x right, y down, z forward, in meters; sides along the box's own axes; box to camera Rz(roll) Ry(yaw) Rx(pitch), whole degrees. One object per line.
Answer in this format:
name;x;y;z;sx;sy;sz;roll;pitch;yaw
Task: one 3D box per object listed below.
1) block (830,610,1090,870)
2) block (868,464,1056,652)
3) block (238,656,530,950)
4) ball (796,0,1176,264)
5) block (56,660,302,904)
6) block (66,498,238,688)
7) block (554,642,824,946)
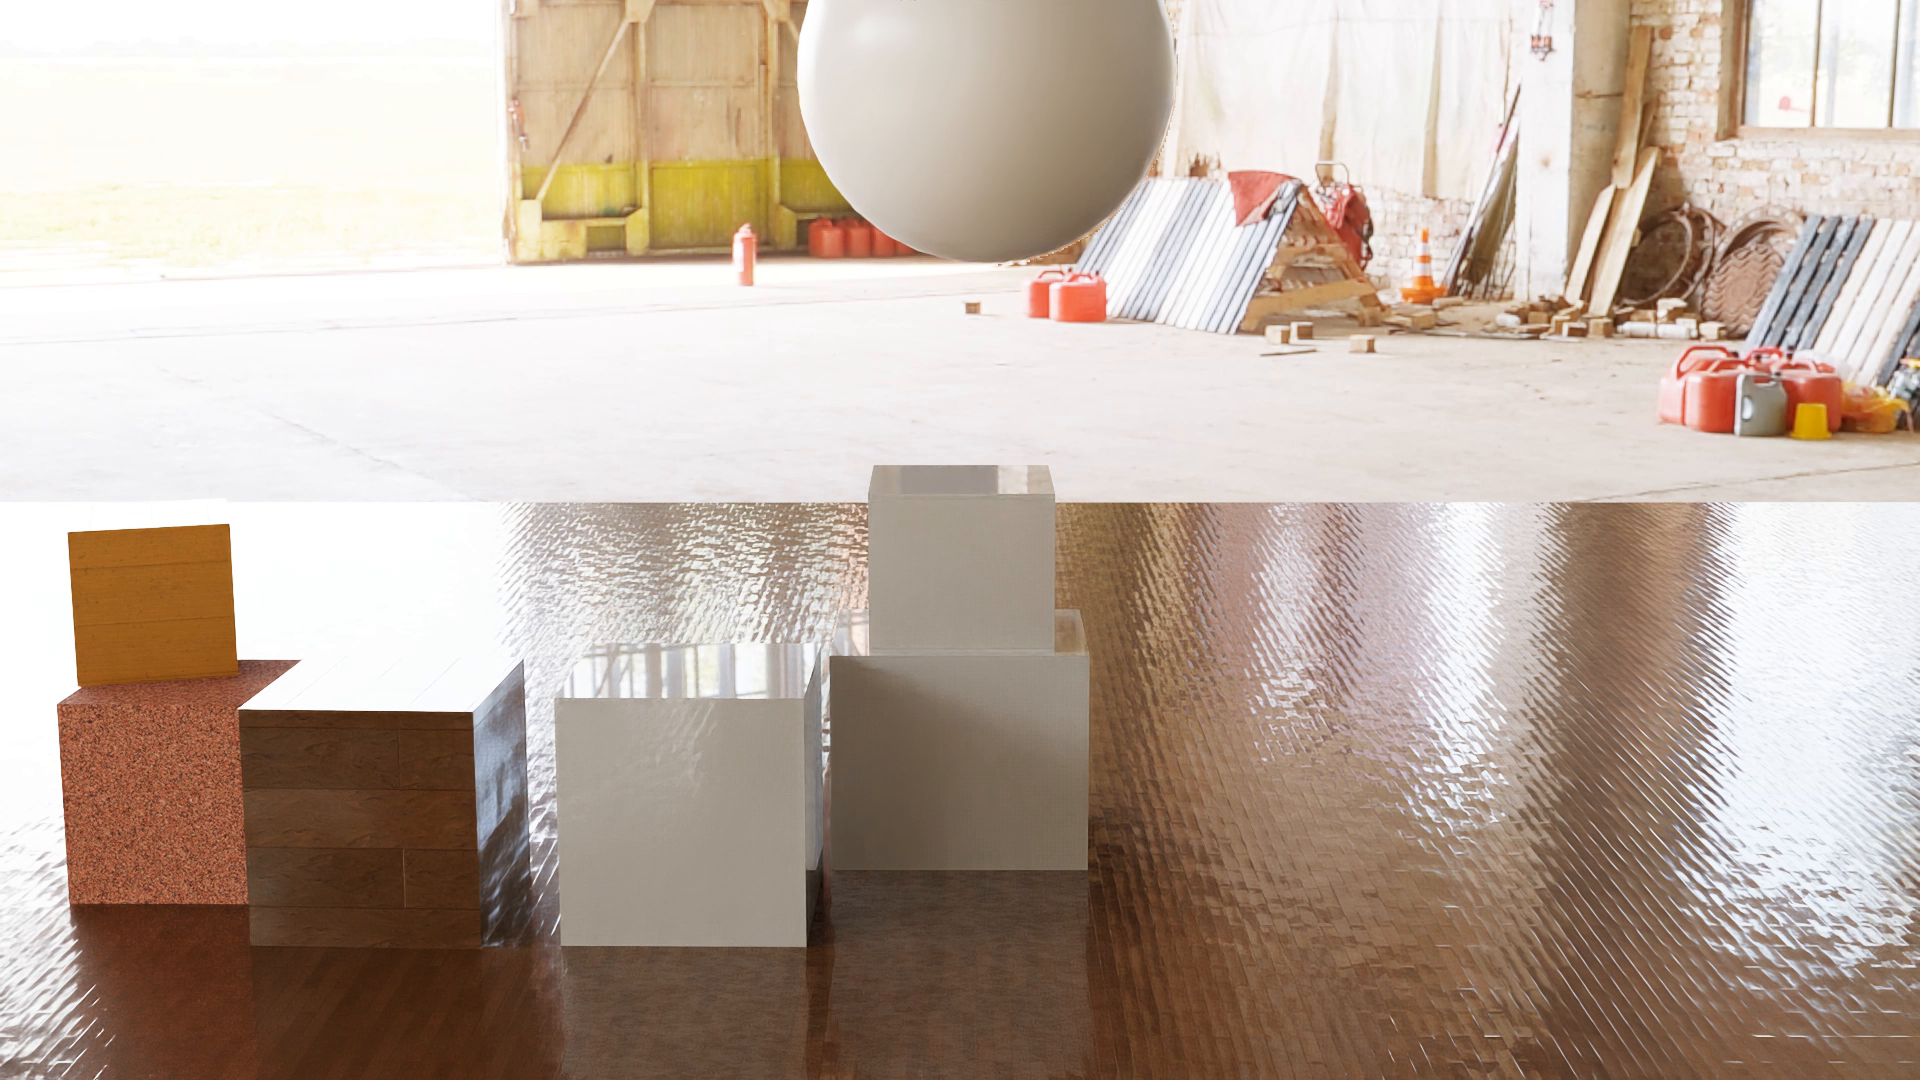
block;-0.002;0.902;11.859;1.145;0.981;0.994;0;10;0
block;0.006;0.073;11.693;0.820;0.711;0.838;0;10;0
block;-2.398;1.084;10.828;0.950;0.994;0.960;0;10;3
ball;0.111;-1.970;10.822;1.600;1.600;1.600;0;10;0
block;-3.344;1.050;11.333;0.939;0.879;0.853;0;10;1
block;-3.616;0.223;11.503;0.676;0.687;0.684;-3;11;-17
block;-1.119;1.055;10.857;1.002;1.040;1.002;0;10;1
